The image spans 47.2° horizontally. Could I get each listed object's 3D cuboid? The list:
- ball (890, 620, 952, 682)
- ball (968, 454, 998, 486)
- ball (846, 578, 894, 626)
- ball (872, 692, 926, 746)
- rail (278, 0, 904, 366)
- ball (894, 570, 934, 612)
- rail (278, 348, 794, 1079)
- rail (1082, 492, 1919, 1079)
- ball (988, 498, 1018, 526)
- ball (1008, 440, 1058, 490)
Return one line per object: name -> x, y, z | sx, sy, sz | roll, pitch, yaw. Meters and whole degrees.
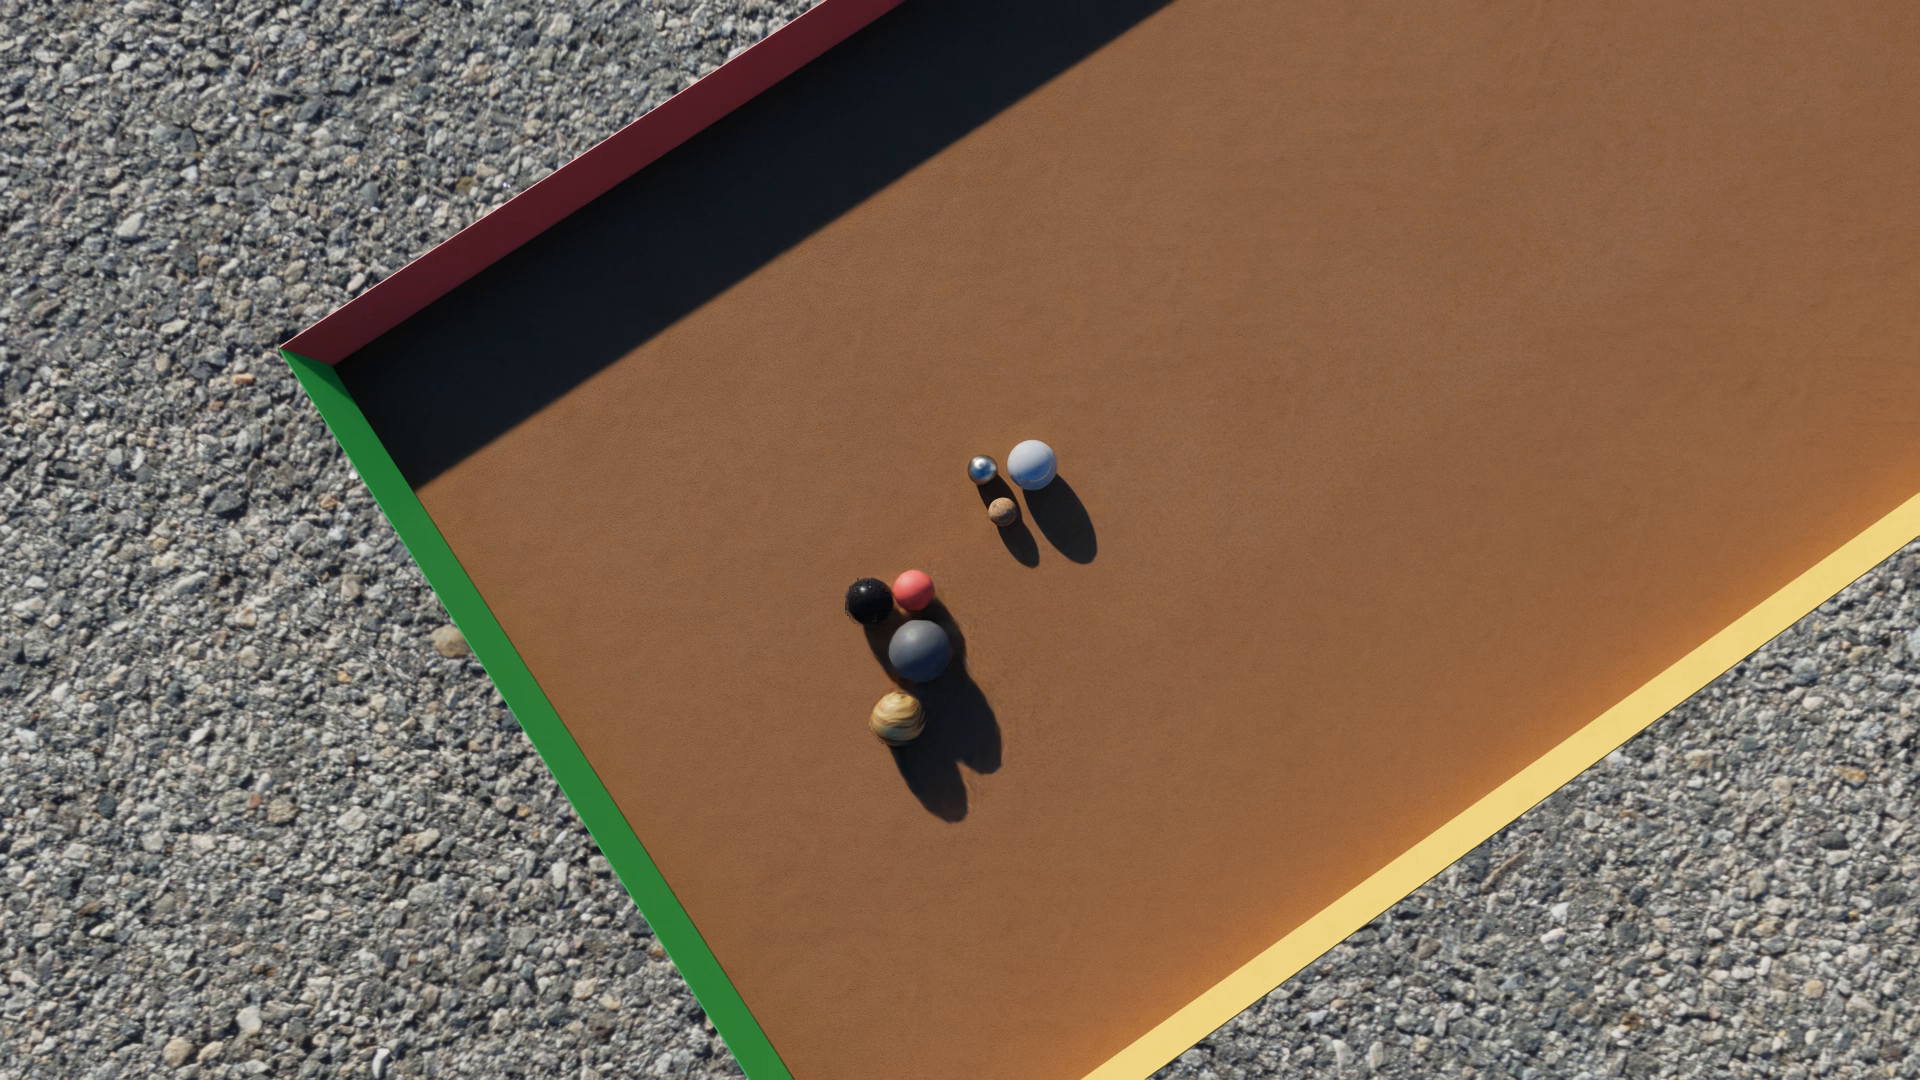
ball -> -0.058, 0.163, 3.242 | 0.093, 0.093, 0.093 | 0, 80, 0
ball -> 0.034, -0.106, 3.312 | 0.047, 0.047, 0.047 | 0, 80, 0
ball -> -0.133, 0.092, 3.265 | 0.072, 0.072, 0.072 | 0, 80, 0
ball -> -0.090, 0.263, 3.232 | 0.079, 0.079, 0.079 | 0, 80, 0
rail -> 0.134, -1.007, 3.429 | 2.724, 0.121, 0.045 | -34, 82, -5
ball -> -0.068, 0.075, 3.273 | 0.061, 0.061, 0.061 | 0, 80, 0
rail -> -0.544, 0.358, 3.193 | 0.045, 0.121, 1.581 | -34, 82, -5
rail -> 0.994, 0.244, 3.212 | 2.724, 0.121, 0.045 | -34, 82, -5
ball -> 0.064, -0.042, 3.303 | 0.043, 0.043, 0.043 | 0, 80, 0
ball -> 0.109, -0.112, 3.298 | 0.076, 0.076, 0.076 | 0, 80, 0
